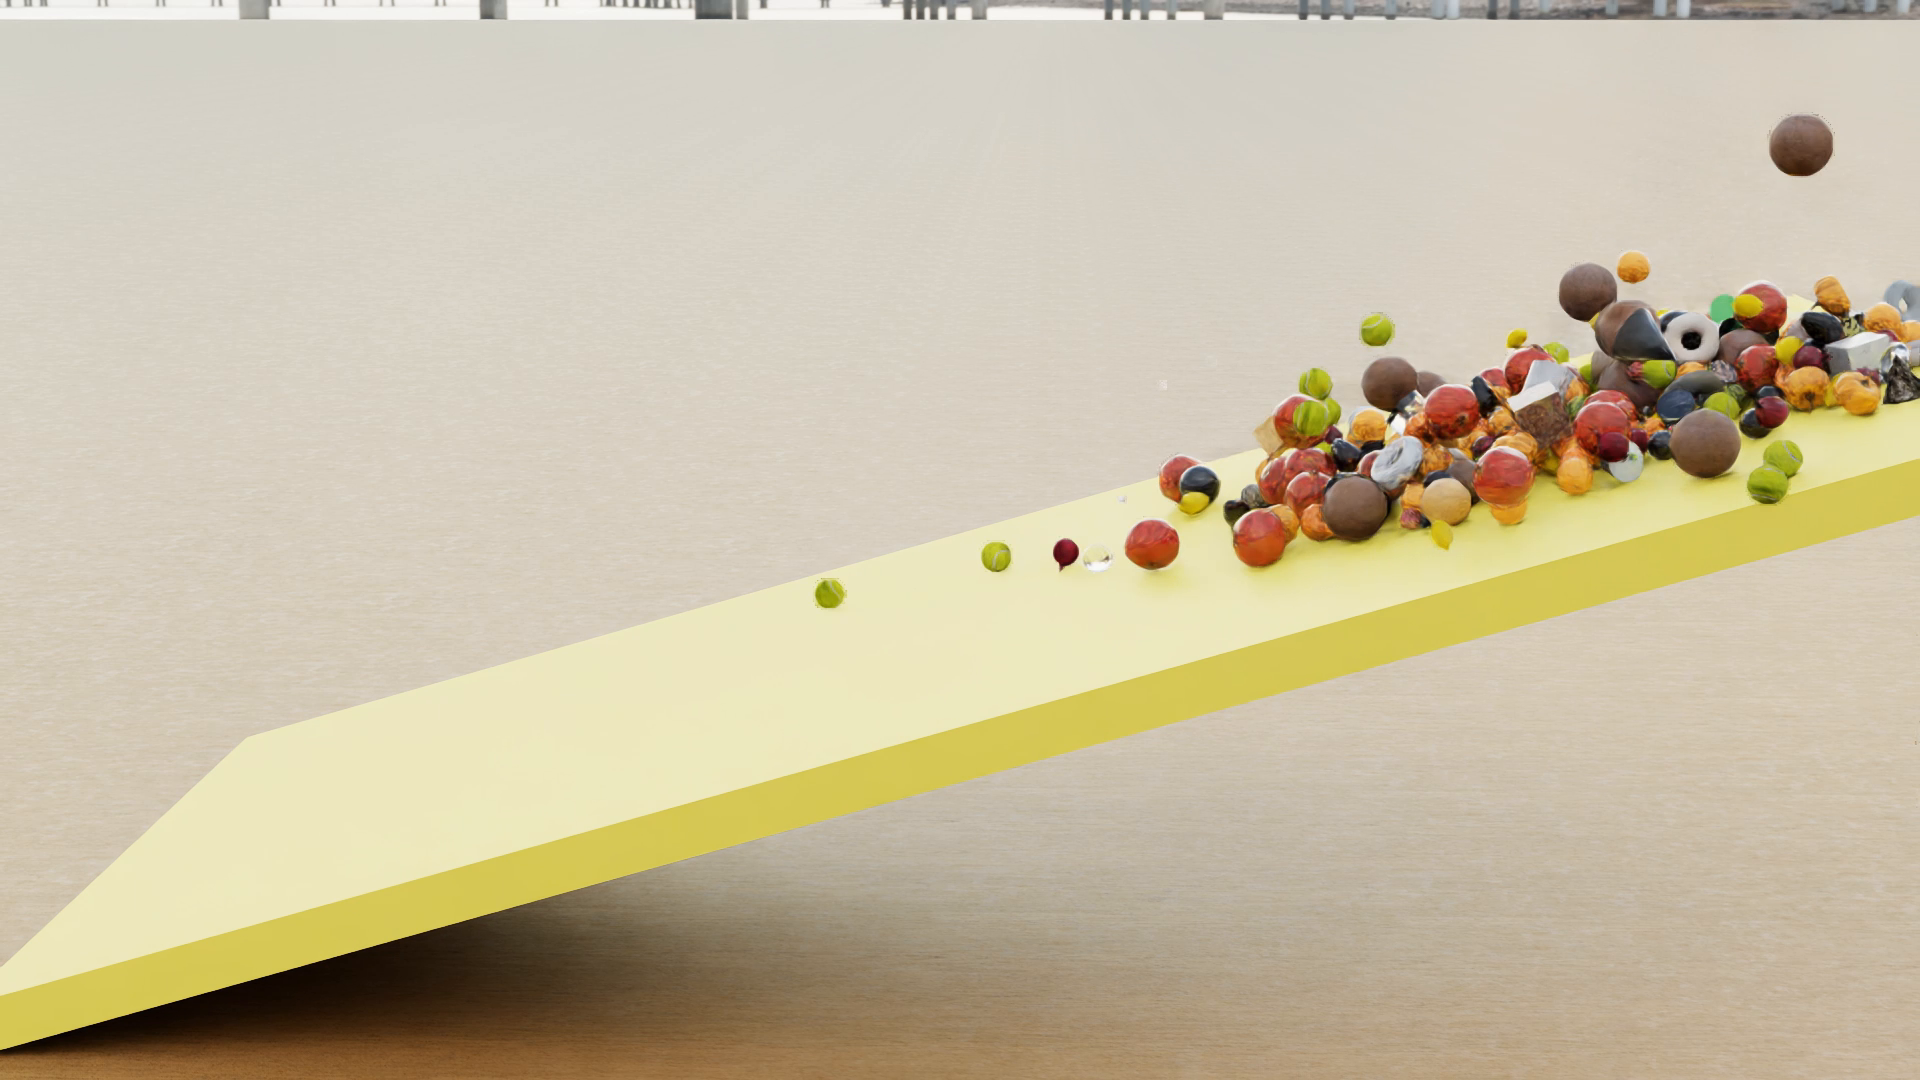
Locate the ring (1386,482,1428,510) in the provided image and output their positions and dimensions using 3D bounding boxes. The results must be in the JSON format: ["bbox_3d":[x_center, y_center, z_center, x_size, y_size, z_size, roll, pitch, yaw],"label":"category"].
[{"bbox_3d":[0.946,-0.087,6.093,0.131,0.044,0.131,0,16,0],"label":"ring"}]

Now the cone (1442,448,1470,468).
[{"bbox_3d":[1.057,-0.166,6.177,0.061,0.061,0.061,-6,0,-28],"label":"cone"}]

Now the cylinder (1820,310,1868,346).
[{"bbox_3d":[1.869,-0.429,6.203,0.091,0.091,0.091,-16,10,3],"label":"cylinder"}]

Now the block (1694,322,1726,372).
[{"bbox_3d":[1.634,-0.426,6.444,0.093,0.093,0.093,18,23,7],"label":"block"}]

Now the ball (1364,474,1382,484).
[{"bbox_3d":[0.865,-0.111,6.217,0.057,0.057,0.057,0,11,0],"label":"ball"}]

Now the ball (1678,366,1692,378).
[{"bbox_3d":[1.589,-0.377,6.491,0.053,0.053,0.053,0,11,0],"label":"ball"}]

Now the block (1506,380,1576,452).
[{"bbox_3d":[1.171,-0.250,5.929,0.094,0.094,0.094,-25,15,8],"label":"block"}]

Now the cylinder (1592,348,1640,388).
[{"bbox_3d":[1.428,-0.377,6.405,0.085,0.085,0.085,-1,9,28],"label":"cylinder"}]

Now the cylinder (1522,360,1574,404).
[{"bbox_3d":[1.225,-0.317,6.147,0.090,0.090,0.090,22,-9,4],"label":"cylinder"}]

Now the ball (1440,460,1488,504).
[{"bbox_3d":[1.008,-0.114,5.883,0.095,0.095,0.095,0,11,0],"label":"ball"}]

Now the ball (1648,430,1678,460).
[{"bbox_3d":[1.378,-0.186,5.765,0.060,0.060,0.060,0,11,0],"label":"ball"}]

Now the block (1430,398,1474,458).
[{"bbox_3d":[1.074,-0.248,6.493,0.092,0.092,0.092,-21,9,13],"label":"block"}]

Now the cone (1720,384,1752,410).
[{"bbox_3d":[1.605,-0.289,6.060,0.057,0.057,0.057,10,11,0],"label":"cone"}]

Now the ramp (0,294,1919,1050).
[{"bbox_3d":[0.091,0.187,6.320,4.000,0.100,2.000,-16,10,5],"label":"ramp"}]

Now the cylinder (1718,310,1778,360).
[{"bbox_3d":[1.686,-0.440,6.292,0.091,0.091,0.091,-17,19,-38],"label":"cylinder"}]

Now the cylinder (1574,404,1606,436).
[{"bbox_3d":[1.333,-0.252,6.221,0.055,0.055,0.055,-16,9,8],"label":"cylinder"}]

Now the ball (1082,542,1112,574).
[{"bbox_3d":[0.295,0.039,6.314,0.065,0.065,0.065,0,11,0],"label":"ball"}]

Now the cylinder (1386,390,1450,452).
[{"bbox_3d":[0.961,-0.249,6.174,0.092,0.092,0.092,44,29,19],"label":"cylinder"}]

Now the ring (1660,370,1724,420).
[{"bbox_3d":[1.480,-0.284,5.949,0.139,0.139,0.046,-4,44,-20],"label":"ring"}]

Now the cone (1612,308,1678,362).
[{"bbox_3d":[1.175,-0.326,4.975,0.098,0.098,0.098,-11,38,-45],"label":"cone"}]

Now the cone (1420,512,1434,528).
[{"bbox_3d":[0.947,-0.047,5.808,0.062,0.062,0.062,11,11,1],"label":"cone"}]

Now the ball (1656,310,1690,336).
[{"bbox_3d":[1.542,-0.446,6.326,0.099,0.099,0.099,0,11,0],"label":"ball"}]

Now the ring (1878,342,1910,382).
[{"bbox_3d":[1.843,-0.350,5.804,0.028,0.083,0.083,16,7,-12],"label":"ring"}]

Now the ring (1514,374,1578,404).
[{"bbox_3d":[1.273,-0.329,6.386,0.141,0.047,0.141,-12,31,7],"label":"ring"}]

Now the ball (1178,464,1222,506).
[{"bbox_3d":[0.547,-0.123,6.701,0.096,0.096,0.096,0,11,0],"label":"ball"}]

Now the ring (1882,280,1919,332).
[{"bbox_3d":[2.023,-0.502,6.310,0.110,0.110,0.037,-6,2,-28],"label":"ring"}]

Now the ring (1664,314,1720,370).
[{"bbox_3d":[1.530,-0.416,6.152,0.118,0.118,0.039,1,0,7],"label":"ring"}]

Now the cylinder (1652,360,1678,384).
[{"bbox_3d":[1.544,-0.378,6.443,0.055,0.055,0.055,2,39,12],"label":"cylinder"}]

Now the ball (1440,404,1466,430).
[{"bbox_3d":[1.066,-0.267,6.384,0.059,0.059,0.059,0,11,0],"label":"ball"}]

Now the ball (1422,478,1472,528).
[{"bbox_3d":[0.949,-0.072,5.742,0.098,0.098,0.098,0,11,0],"label":"ball"}]

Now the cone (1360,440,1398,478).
[{"bbox_3d":[0.900,-0.173,6.213,0.081,0.081,0.081,-4,10,-44],"label":"cone"}]

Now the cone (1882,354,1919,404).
[{"bbox_3d":[1.817,-0.319,5.680,0.090,0.090,0.090,-16,10,3],"label":"cone"}]

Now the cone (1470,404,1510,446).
[{"bbox_3d":[1.174,-0.250,6.462,0.090,0.090,0.090,4,0,22],"label":"cone"}]

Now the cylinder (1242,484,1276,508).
[{"bbox_3d":[0.659,-0.097,6.492,0.054,0.054,0.054,-8,2,-36],"label":"cylinder"}]

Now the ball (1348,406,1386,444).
[{"bbox_3d":[0.909,-0.257,6.568,0.085,0.085,0.085,0,11,0],"label":"ball"}]

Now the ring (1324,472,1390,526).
[{"bbox_3d":[0.811,-0.083,6.005,0.143,0.048,0.143,11,39,-9],"label":"ring"}]

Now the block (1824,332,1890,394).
[{"bbox_3d":[1.806,-0.356,5.894,0.092,0.092,0.092,-18,12,-9],"label":"block"}]

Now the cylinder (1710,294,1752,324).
[{"bbox_3d":[1.675,-0.493,6.387,0.066,0.066,0.066,18,-2,-38],"label":"cylinder"}]

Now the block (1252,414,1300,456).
[{"bbox_3d":[0.712,-0.235,6.622,0.067,0.067,0.067,-40,-17,20],"label":"block"}]

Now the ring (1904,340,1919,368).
[{"bbox_3d":[1.939,-0.379,5.966,0.112,0.037,0.112,-18,9,3],"label":"ring"}]

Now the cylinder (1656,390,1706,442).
[{"bbox_3d":[1.438,-0.247,5.864,0.077,0.077,0.077,9,-28,39],"label":"cylinder"}]

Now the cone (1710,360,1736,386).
[{"bbox_3d":[1.551,-0.326,6.023,0.058,0.058,0.058,9,51,-11],"label":"cone"}]

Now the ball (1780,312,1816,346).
[{"bbox_3d":[1.846,-0.465,6.476,0.078,0.078,0.078,0,11,0],"label":"ball"}]
